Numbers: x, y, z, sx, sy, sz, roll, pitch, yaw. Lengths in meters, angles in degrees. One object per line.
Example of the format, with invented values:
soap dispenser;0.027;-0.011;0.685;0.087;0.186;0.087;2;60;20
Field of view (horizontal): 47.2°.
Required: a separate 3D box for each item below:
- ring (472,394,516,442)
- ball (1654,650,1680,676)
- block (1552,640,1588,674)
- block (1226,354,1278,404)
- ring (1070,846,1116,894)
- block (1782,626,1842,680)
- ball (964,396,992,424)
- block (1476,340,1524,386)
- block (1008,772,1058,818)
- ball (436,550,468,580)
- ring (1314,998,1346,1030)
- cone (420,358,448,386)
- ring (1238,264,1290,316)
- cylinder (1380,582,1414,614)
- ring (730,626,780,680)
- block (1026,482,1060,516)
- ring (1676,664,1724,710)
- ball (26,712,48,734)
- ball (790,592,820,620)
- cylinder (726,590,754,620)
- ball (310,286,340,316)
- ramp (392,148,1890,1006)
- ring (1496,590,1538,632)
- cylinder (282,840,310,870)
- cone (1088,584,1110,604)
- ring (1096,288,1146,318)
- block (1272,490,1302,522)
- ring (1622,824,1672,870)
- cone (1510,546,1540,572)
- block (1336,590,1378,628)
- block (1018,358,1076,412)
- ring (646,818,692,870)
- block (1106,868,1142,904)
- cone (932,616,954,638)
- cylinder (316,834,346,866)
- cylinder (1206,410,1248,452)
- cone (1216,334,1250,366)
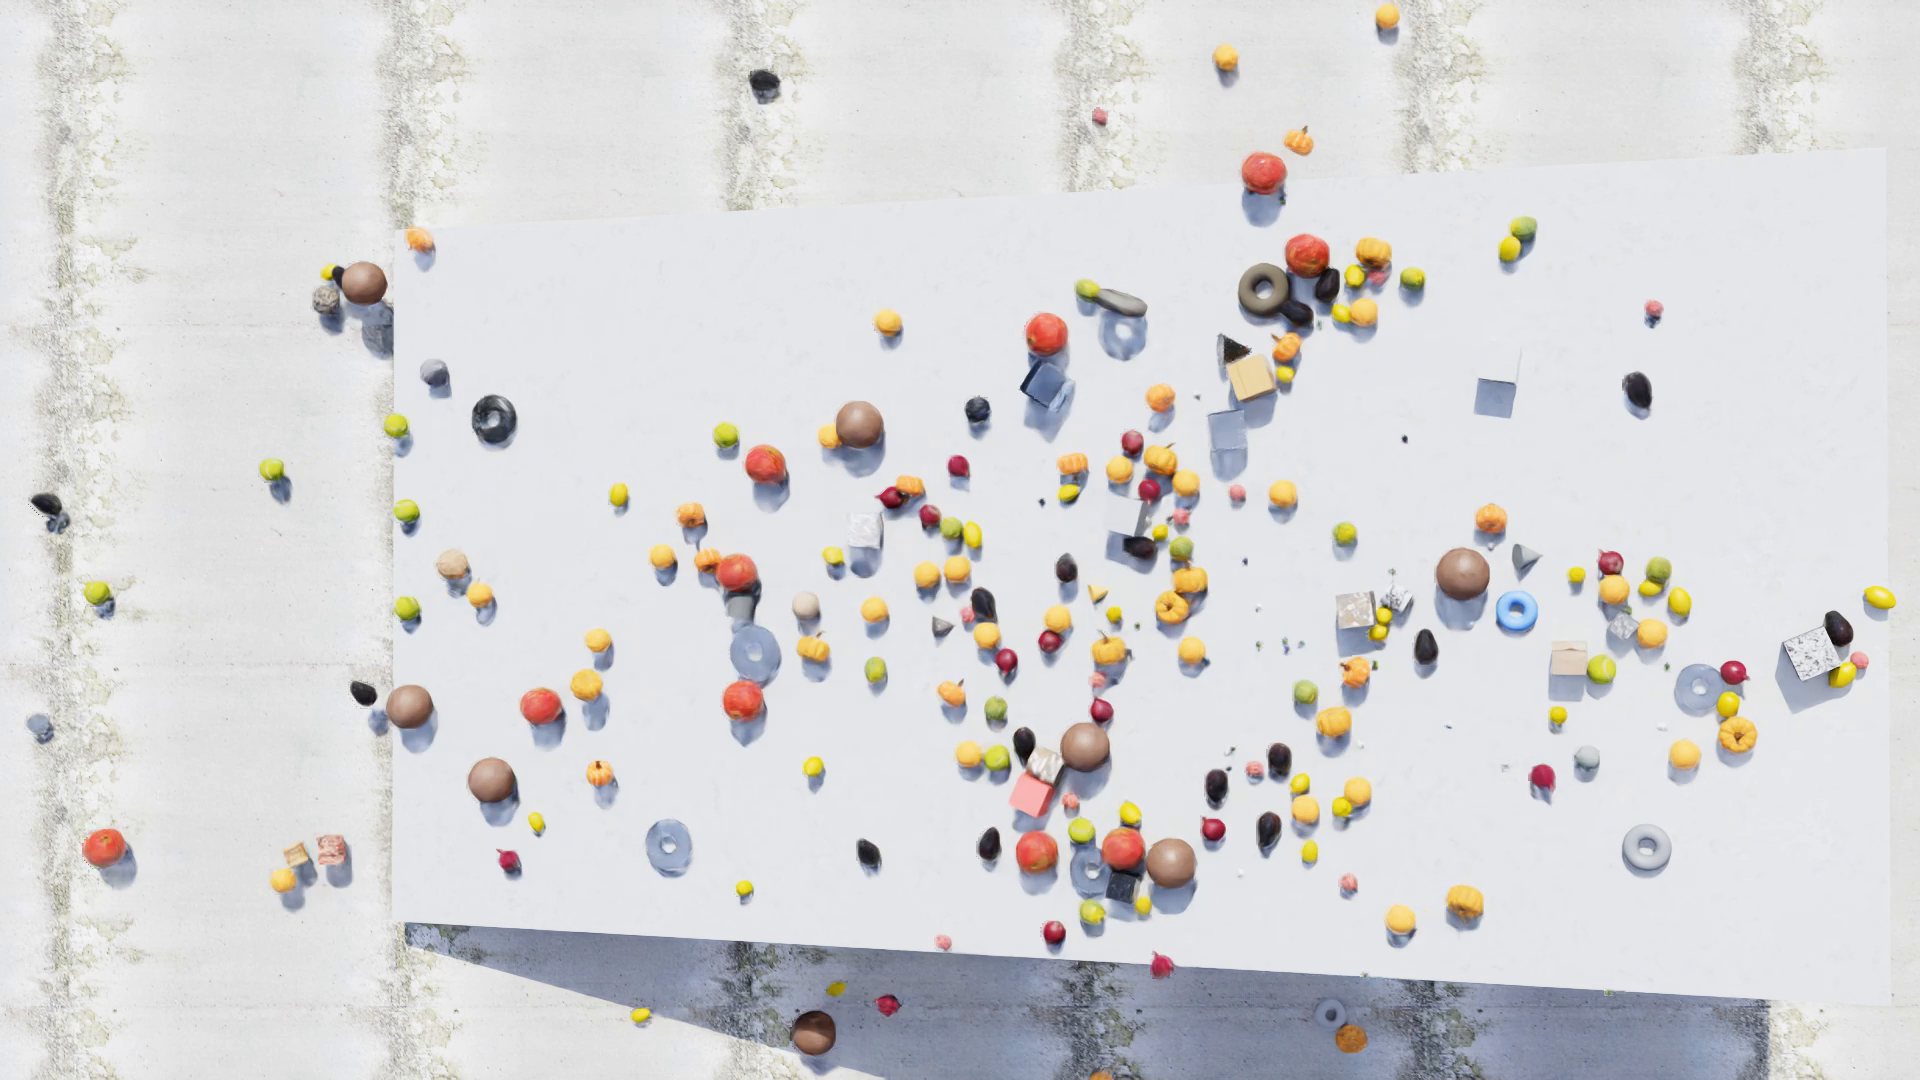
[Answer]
ring;-1.324;-0.345;6.243;0.139;0.046;0.139;0;91;18
ball;1.692;0.295;5.261;0.061;0.061;0.061;0;89;0
block;1.471;0.283;5.302;0.079;0.079;0.079;-1;89;18
block;0.738;-0.408;5.545;0.092;0.092;0.092;-21;83;17
ring;0.342;0.854;5.684;0.123;0.041;0.123;0;91;18
block;1.985;0.264;5.125;0.096;0.096;0.096;-25;82;16
ball;0.047;-0.342;5.782;0.070;0.070;0.070;0;89;0
block;1.315;-0.431;5.356;0.092;0.092;0.092;9;92;18
block;0.188;0.661;5.714;0.085;0.085;0.085;25;97;17
ball;-1.444;0.070;6.255;0.088;0.088;0.088;0;89;0
ring;1.083;1.388;6.426;0.094;0.031;0.094;0;90;0
cone;-1.487;-0.483;6.260;0.083;0.083;0.083;2;85;-27
ring;0.769;-0.632;5.563;0.135;0.045;0.135;0;90;17
cylinder;1.081;0.143;5.440;0.062;0.062;0.062;30;89;16
ring;-0.558;0.305;5.982;0.147;0.049;0.147;0;89;20
block;0.216;-0.108;5.753;0.090;0.090;0.090;-1;91;1
ring;1.759;0.348;5.229;0.111;0.037;0.111;0;90;18
ball;-2.695;0.534;6.423;0.060;0.060;0.060;0;89;0
ball;-0.417;0.177;5.922;0.078;0.078;0.078;0;89;0
cylinder;-0.597;0.177;5.985;0.069;0.069;0.069;8;92;0
ball;-1.852;-0.699;6.421;0.084;0.084;0.084;0;89;0
ramp;0.276;0.092;5.790;4.000;0.100;2.000;0;89;18
ring;1.359;0.172;5.365;0.102;0.034;0.102;0;90;17
cylinder;-1.930;0.914;6.392;0.063;0.063;0.063;-30;75;0
cone;0.366;0.133;5.695;0.054;0.054;0.054;-13;89;-9
ring;0.412;-0.607;5.627;0.139;0.139;0.046;18;102;0
block;0.818;-0.086;5.510;0.054;0.054;0.054;-5;59;-11
ring;1.644;0.735;5.261;0.114;0.038;0.114;0;90;19
cone;1.390;0.039;5.358;0.067;0.067;0.067;-15;89;-26
block;0.986;0.173;5.460;0.084;0.084;0.084;-8;87;18
block;0.228;-0.402;5.710;0.095;0.095;0.095;35;100;15
ring;-0.802;0.837;6.055;0.143;0.048;0.143;-1;88;18
block;0.421;0.887;5.643;0.069;0.069;0.069;13;93;18
cone;-0.040;0.228;5.825;0.059;0.059;0.059;-3;89;-9
cylinder;-1.828;0.900;6.392;0.077;0.077;0.077;-3;91;0
cylinder;0.677;-0.277;5.563;0.093;0.093;0.093;-8;87;0
cone;0.702;-0.483;5.587;0.083;0.083;0.083;0;89;-8
